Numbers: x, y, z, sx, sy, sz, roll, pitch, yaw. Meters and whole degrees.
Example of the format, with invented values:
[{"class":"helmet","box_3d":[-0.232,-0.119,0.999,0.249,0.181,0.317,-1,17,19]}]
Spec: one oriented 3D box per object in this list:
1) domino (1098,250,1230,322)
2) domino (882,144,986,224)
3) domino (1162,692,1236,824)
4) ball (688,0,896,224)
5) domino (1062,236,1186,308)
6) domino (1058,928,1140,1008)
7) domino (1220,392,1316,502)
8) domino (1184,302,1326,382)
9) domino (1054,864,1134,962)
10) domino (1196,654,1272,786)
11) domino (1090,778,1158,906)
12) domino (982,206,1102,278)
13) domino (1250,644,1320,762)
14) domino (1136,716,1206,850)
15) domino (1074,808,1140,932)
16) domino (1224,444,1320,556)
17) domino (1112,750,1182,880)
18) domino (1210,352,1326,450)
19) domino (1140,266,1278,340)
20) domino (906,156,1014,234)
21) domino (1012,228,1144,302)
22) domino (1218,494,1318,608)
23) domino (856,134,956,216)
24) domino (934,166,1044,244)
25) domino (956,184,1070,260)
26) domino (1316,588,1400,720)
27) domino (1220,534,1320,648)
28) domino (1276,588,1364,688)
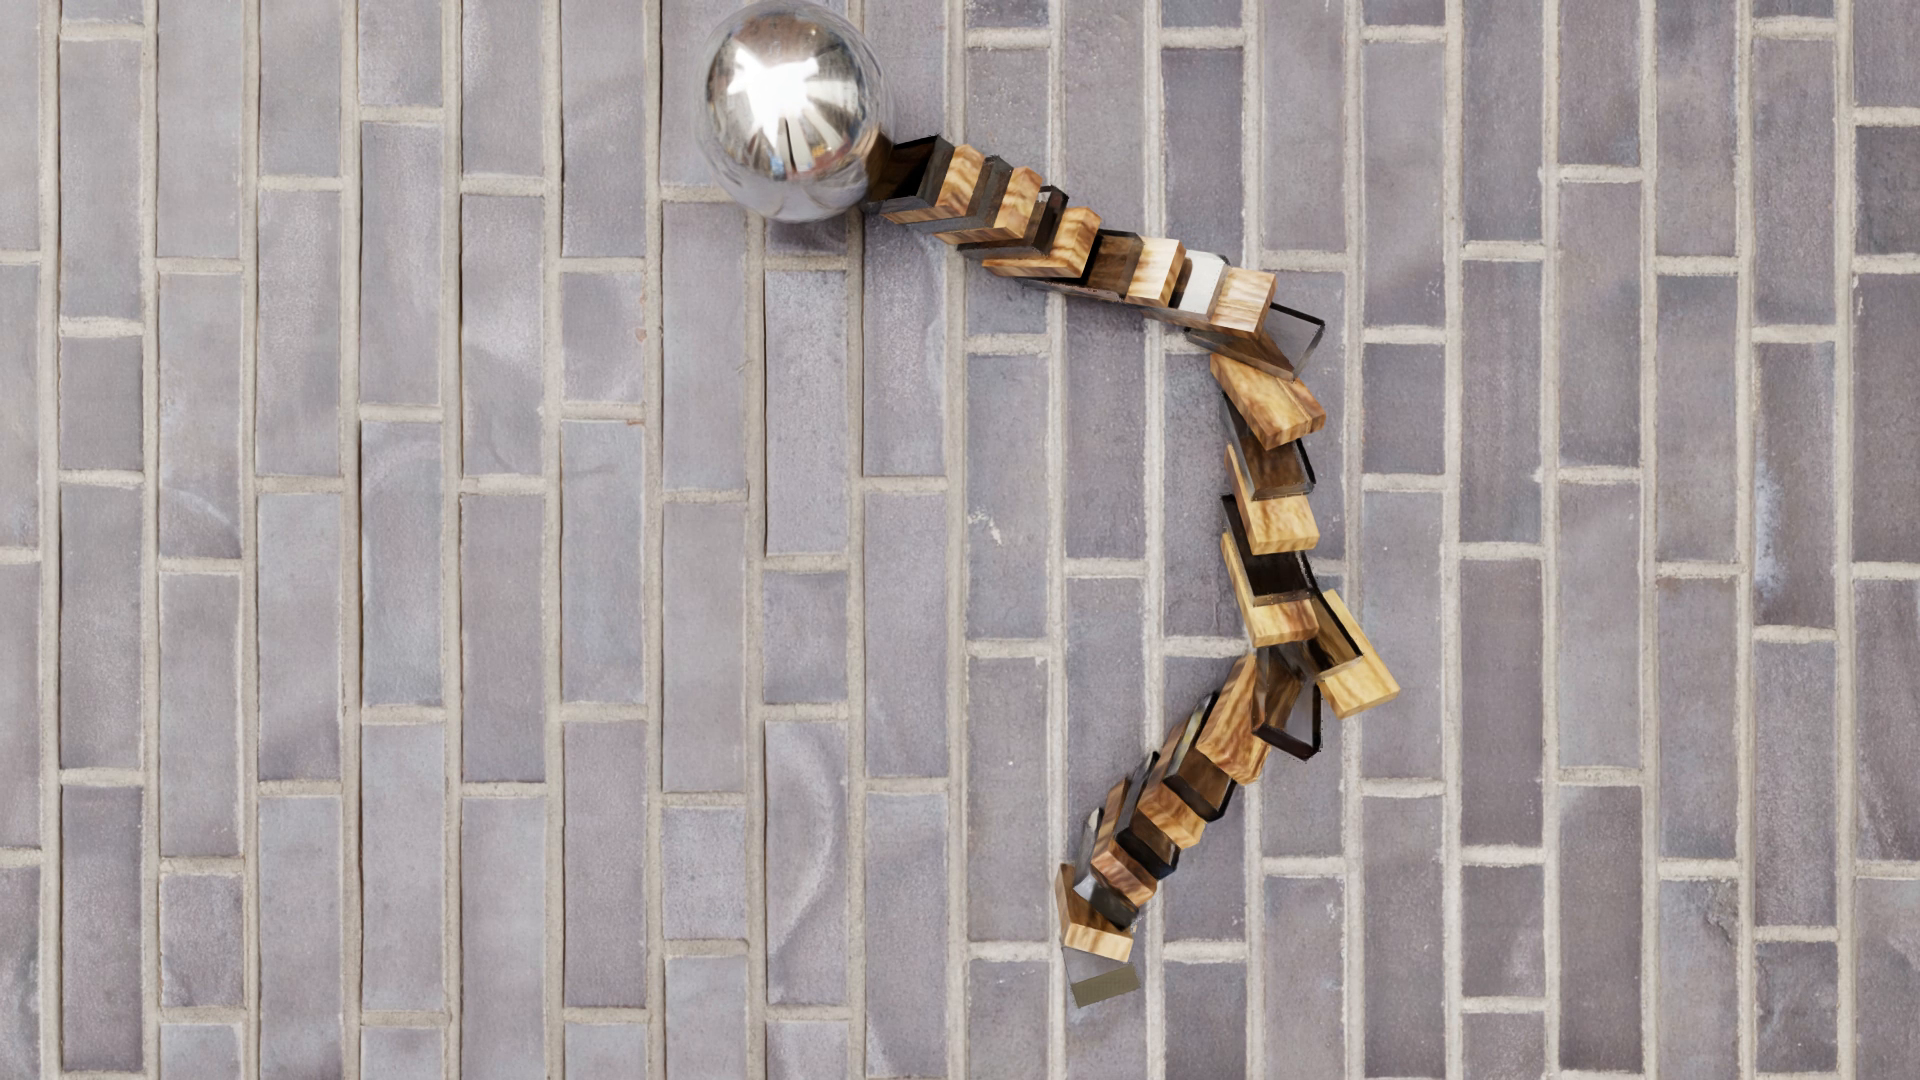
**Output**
[{"class":"domino","box_3d":[0.084,-0.109,0.384,0.050,0.010,0.025,20,90,28]},{"class":"domino","box_3d":[-0.012,-0.146,0.378,0.009,0.050,0.025,19,90,-39]},{"class":"domino","box_3d":[0.104,0.089,0.379,0.025,0.009,0.050,43,46,0]},{"class":"ball","box_3d":[-0.065,-0.166,0.360,0.080,0.080,0.080,0,90,0]},{"class":"domino","box_3d":[0.066,-0.114,0.382,0.050,0.009,0.025,19,90,34]},{"class":"domino","box_3d":[0.056,0.171,0.375,0.025,0.050,0.010,-18,90,0]},{"class":"domino","box_3d":[0.128,-0.041,0.384,0.025,0.010,0.050,-8,60,0]},{"class":"domino","box_3d":[0.123,-0.087,0.383,0.050,0.009,0.025,31,87,29]},{"class":"domino","box_3d":[0.054,0.151,0.375,0.025,0.050,0.009,15,96,0]},{"class":"domino","box_3d":[0.119,0.074,0.381,0.025,0.010,0.050,40,54,0]},{"class":"domino","box_3d":[0.070,0.123,0.376,0.025,0.050,0.010,43,117,0]},{"class":"domino","box_3d":[0.033,-0.123,0.378,0.009,0.050,0.025,19,90,-43]},{"class":"domino","box_3d":[0.135,0.063,0.378,0.025,0.050,0.010,27,134,-3]},{"class":"domino","box_3d":[0.093,0.099,0.379,0.025,0.050,0.010,43,134,0]},{"class":"domino","box_3d":[0.061,0.133,0.375,0.025,0.050,0.010,42,108,0]},{"class":"domino","box_3d":[0.129,-0.019,0.382,0.025,0.009,0.050,-6,57,1]},{"class":"domino","box_3d":[0.081,0.112,0.377,0.025,0.050,0.010,43,124,0]},{"class":"domino","box_3d":[0.127,-0.062,0.382,0.025,0.010,0.050,-21,55,0]},{"class":"domino","box_3d":[0.104,-0.102,0.384,0.050,0.010,0.025,20,89,28]},{"class":"domino","box_3d":[-0.001,-0.141,0.378,0.009,0.050,0.025,19,90,-39]},{"class":"domino","box_3d":[0.049,-0.117,0.382,0.050,0.009,0.025,20,90,34]},{"class":"domino","box_3d":[0.127,0.002,0.381,0.025,0.010,0.050,-9,57,3]},{"class":"domino","box_3d":[-0.024,-0.149,0.378,0.009,0.050,0.025,20,90,-39]},{"class":"domino","box_3d":[0.010,-0.137,0.378,0.009,0.050,0.025,19,90,-39]},{"class":"domino","box_3d":[0.021,-0.130,0.378,0.010,0.050,0.025,19,90,-39]},{"class":"domino","box_3d":[0.157,0.047,0.382,0.025,0.009,0.050,-20,57,-3]},{"class":"domino","box_3d":[0.128,0.018,0.382,0.025,0.009,0.050,-9,57,2]},{"class":"domino","box_3d":[0.141,0.034,0.382,0.025,0.009,0.050,-22,57,-4]}]
